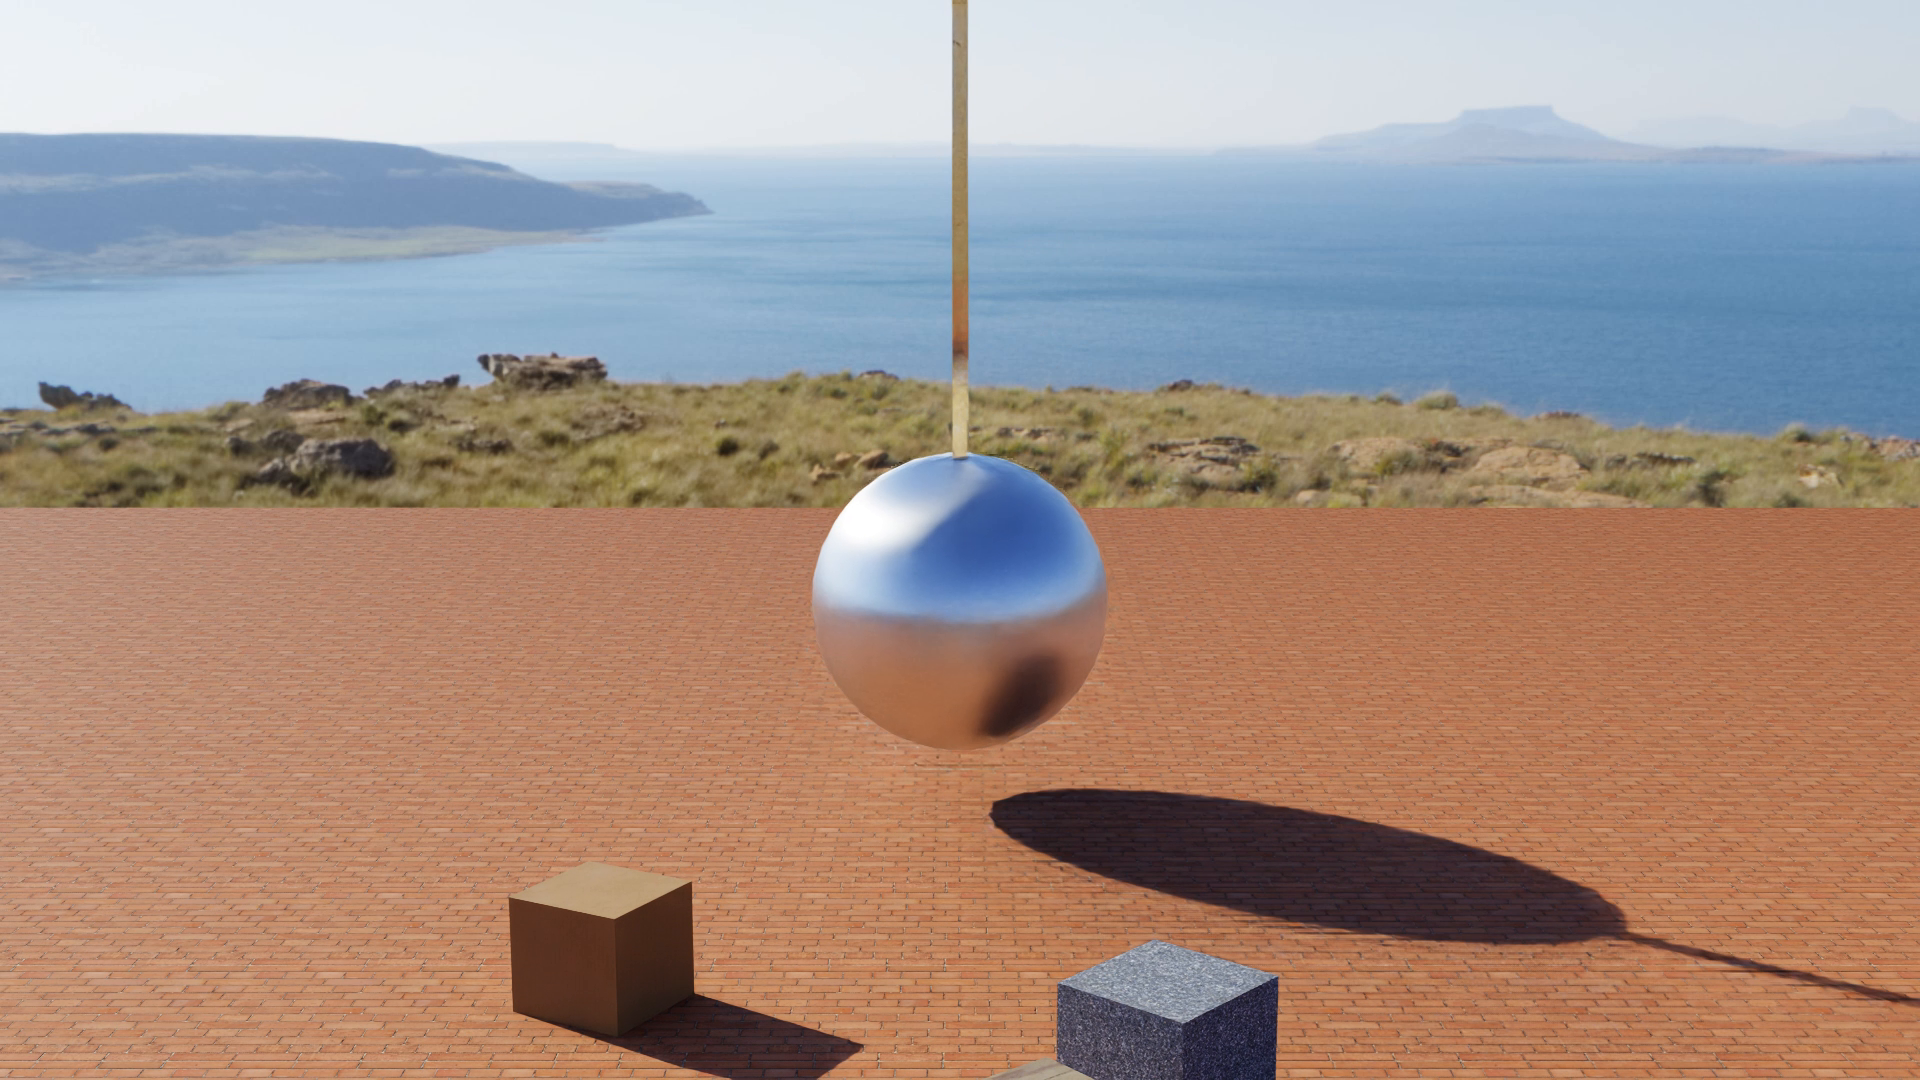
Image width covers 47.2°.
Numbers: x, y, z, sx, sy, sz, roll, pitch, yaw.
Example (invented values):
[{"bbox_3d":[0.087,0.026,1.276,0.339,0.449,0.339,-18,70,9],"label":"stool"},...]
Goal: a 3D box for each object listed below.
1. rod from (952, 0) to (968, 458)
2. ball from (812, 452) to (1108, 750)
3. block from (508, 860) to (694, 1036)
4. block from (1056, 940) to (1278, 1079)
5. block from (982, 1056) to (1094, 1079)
[{"bbox_3d":[0.000,-2.938,10.911,0.080,5.200,0.080,0,16,0],"label":"rod"},{"bbox_3d":[0.000,0.329,11.851,1.600,1.600,1.600,0,10,0],"label":"ball"},{"bbox_3d":[-1.466,1.667,9.031,0.534,0.489,0.518,6,12,28],"label":"block"},{"bbox_3d":[0.749,1.841,7.944,0.554,0.536,0.582,9,14,41],"label":"block"},{"bbox_3d":[0.226,2.042,6.585,0.694,0.627,0.688,-8,13,-38],"label":"block"}]
